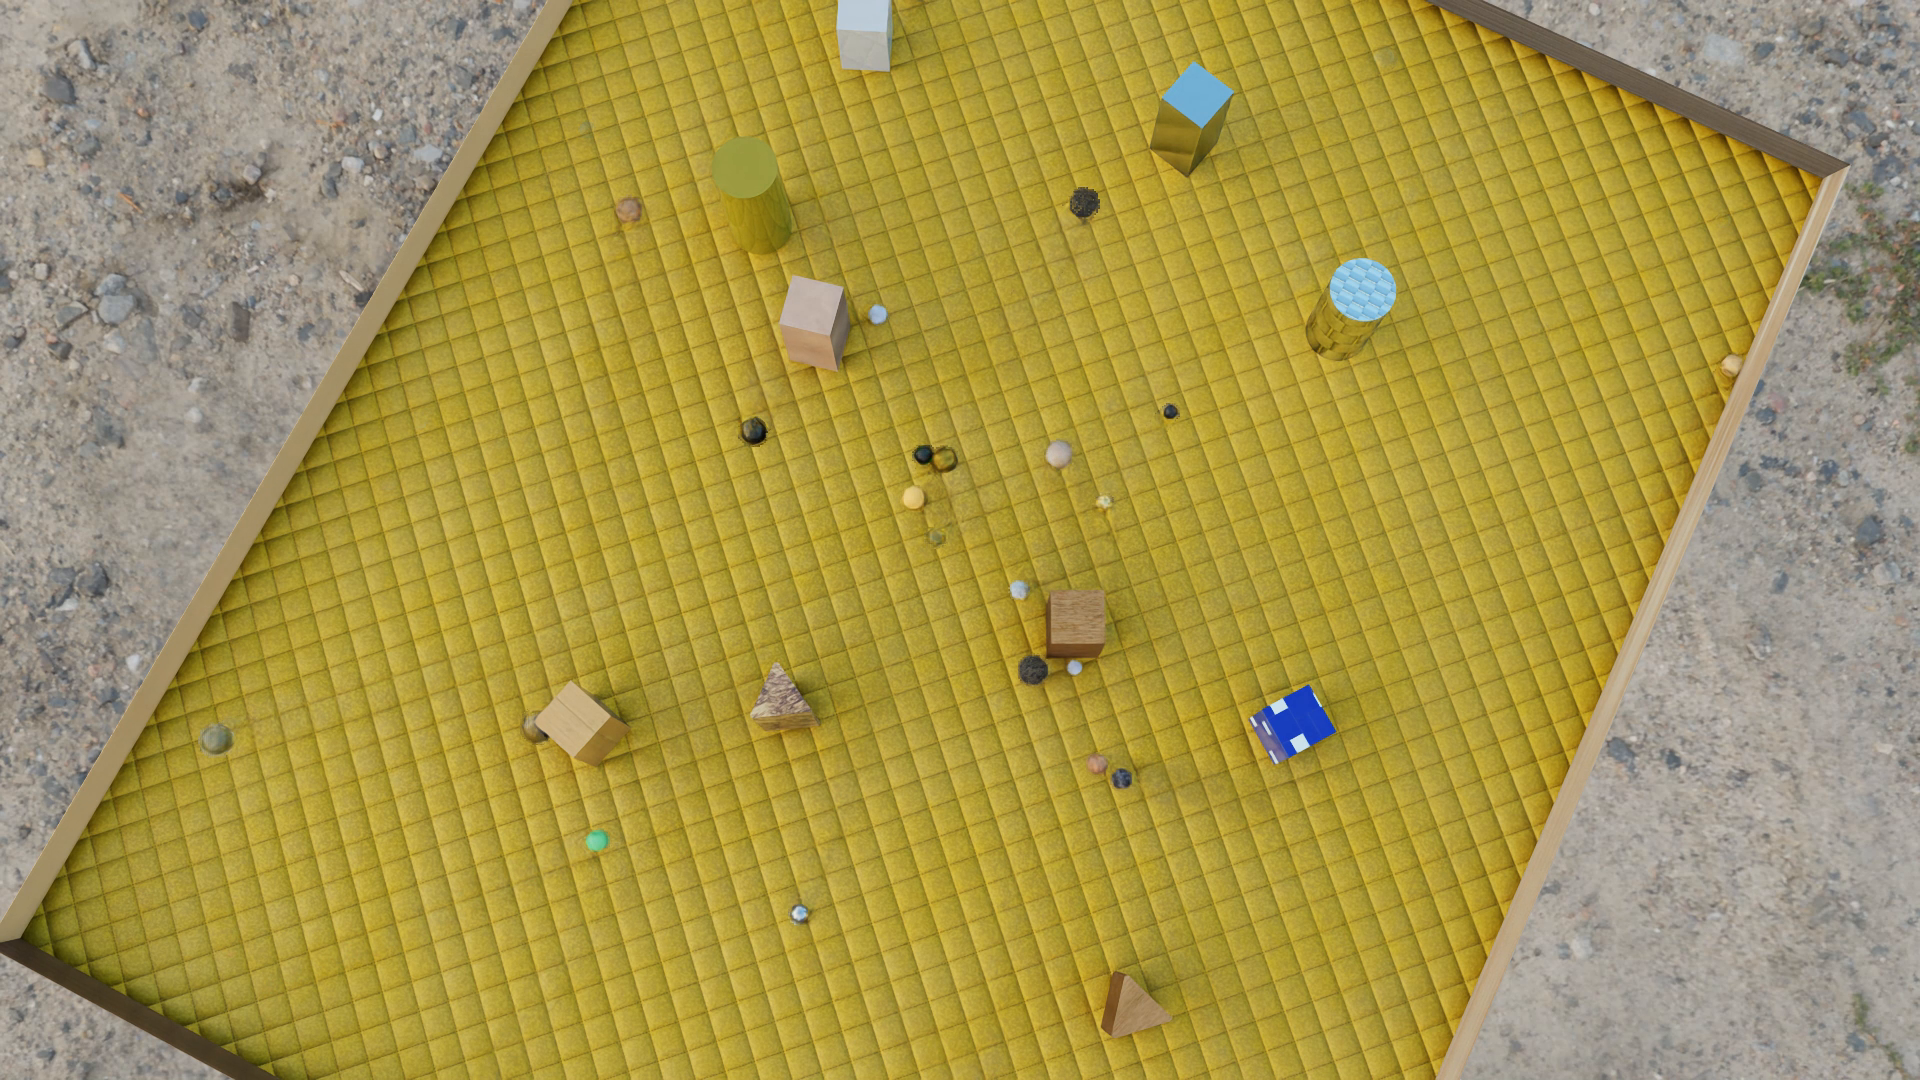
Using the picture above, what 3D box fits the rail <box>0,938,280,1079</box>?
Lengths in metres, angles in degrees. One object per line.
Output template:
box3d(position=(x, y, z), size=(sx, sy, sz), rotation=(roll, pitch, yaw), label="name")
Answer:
box3d(position=(-1.024, 2.013, 5.135), size=(3.921, 0.126, 0.045), rotation=(26, 80, 5), label="rail")

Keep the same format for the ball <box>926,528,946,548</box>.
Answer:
box3d(position=(-0.073, -0.007, 5.588), size=(0.060, 0.060, 0.060), rotation=(0, 78, 0), label="ball")

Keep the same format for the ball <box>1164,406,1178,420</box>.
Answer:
box3d(position=(0.652, -0.396, 5.676), size=(0.044, 0.044, 0.044), rotation=(0, 78, 0), label="ball")

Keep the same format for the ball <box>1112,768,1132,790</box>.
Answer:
box3d(position=(0.482, 0.710, 5.438), size=(0.062, 0.062, 0.062), rotation=(0, 78, 0), label="ball")

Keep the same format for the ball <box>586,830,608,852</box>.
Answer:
box3d(position=(-1.071, 0.887, 5.401), size=(0.062, 0.062, 0.062), rotation=(0, 78, 0), label="ball")

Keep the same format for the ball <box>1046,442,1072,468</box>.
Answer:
box3d(position=(0.305, -0.261, 5.629), size=(0.083, 0.083, 0.083), rotation=(0, 78, 0), label="ball")

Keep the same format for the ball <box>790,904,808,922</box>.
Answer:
box3d(position=(-0.470, 1.093, 5.363), size=(0.053, 0.053, 0.053), rotation=(0, 78, 0), label="ball")

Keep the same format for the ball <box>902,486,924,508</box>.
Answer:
box3d(position=(-0.141, -0.129, 5.608), size=(0.068, 0.068, 0.068), rotation=(0, 78, 0), label="ball")

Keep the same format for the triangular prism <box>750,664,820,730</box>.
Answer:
box3d(position=(-0.510, 0.453, 5.328), size=(0.168, 0.381, 0.146), rotation=(-6, 78, -1), label="triangular prism")

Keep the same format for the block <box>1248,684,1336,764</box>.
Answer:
box3d(position=(0.971, 0.543, 5.371), size=(0.156, 0.261, 0.156), rotation=(-28, 80, -5), label="block")

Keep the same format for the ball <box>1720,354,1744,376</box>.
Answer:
box3d(position=(2.400, -0.542, 5.695), size=(0.066, 0.066, 0.066), rotation=(0, 78, 0), label="ball")

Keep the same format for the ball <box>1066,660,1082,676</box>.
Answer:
box3d(position=(0.344, 0.384, 5.514), size=(0.046, 0.046, 0.046), rotation=(0, 78, 0), label="ball")

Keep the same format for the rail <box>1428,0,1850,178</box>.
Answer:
box3d(position=(1.024, -1.999, 5.965), size=(3.921, 0.126, 0.045), rotation=(26, 80, 5), label="rail")

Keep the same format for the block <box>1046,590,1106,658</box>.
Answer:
box3d(position=(0.339, 0.251, 5.413), size=(0.156, 0.298, 0.156), rotation=(0, 78, 0), label="block")

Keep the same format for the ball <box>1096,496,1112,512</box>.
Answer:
box3d(position=(0.442, -0.112, 5.614), size=(0.051, 0.051, 0.051), rotation=(0, 78, 0), label="ball")

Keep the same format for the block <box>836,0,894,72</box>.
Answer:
box3d(position=(-0.300, -1.624, 5.815), size=(0.156, 0.269, 0.156), rotation=(4, 78, 1), label="block")

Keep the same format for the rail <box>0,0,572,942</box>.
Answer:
box3d(position=(-1.732, -0.842, 5.725), size=(0.045, 0.126, 4.628), rotation=(26, 80, 5), label="rail")

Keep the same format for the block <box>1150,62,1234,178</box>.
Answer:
box3d(position=(0.716, -1.302, 5.696), size=(0.156, 0.373, 0.156), rotation=(39, 81, 7), label="block")

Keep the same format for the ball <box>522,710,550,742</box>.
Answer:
box3d(position=(-1.254, 0.554, 5.452), size=(0.097, 0.097, 0.097), rotation=(0, 78, 0), label="ball")

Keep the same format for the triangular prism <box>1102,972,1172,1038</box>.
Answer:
box3d(position=(0.472, 1.290, 5.153), size=(0.168, 0.385, 0.146), rotation=(-16, 79, -3), label="triangular prism")

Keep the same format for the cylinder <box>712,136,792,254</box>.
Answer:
box3d(position=(-0.631, -1.045, 5.596), size=(0.194, 0.464, 0.194), rotation=(0, 78, 0), label="cylinder")

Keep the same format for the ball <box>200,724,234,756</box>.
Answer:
box3d(position=(-2.207, 0.593, 5.447), size=(0.092, 0.092, 0.092), rotation=(0, 78, 0), label="ball")

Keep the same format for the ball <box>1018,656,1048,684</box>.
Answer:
box3d(position=(0.220, 0.391, 5.491), size=(0.087, 0.087, 0.087), rotation=(0, 78, 0), label="ball")

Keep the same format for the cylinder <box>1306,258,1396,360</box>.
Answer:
box3d(position=(1.182, -0.694, 5.562), size=(0.194, 0.389, 0.194), rotation=(0, 78, 0), label="cylinder")

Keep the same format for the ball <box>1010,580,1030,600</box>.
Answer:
box3d(position=(0.182, 0.151, 5.556), size=(0.057, 0.057, 0.057), rotation=(0, 78, 0), label="ball")

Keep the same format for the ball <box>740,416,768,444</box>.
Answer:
box3d(position=(-0.636, -0.337, 5.643), size=(0.084, 0.084, 0.084), rotation=(0, 78, 0), label="ball")

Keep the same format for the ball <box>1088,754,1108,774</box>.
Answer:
box3d(position=(0.410, 0.666, 5.447), size=(0.061, 0.061, 0.061), rotation=(0, 78, 0), label="ball")

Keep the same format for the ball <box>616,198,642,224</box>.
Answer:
box3d(position=(-1.045, -1.041, 5.790), size=(0.081, 0.081, 0.081), rotation=(0, 78, 0), label="ball")

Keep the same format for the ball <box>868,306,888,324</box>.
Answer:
box3d(position=(-0.258, -0.705, 5.732), size=(0.059, 0.059, 0.059), rotation=(0, 78, 0), label="ball")

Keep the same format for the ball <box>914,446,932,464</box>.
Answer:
box3d(position=(-0.112, -0.261, 5.641), size=(0.057, 0.057, 0.057), rotation=(0, 78, 0), label="ball")

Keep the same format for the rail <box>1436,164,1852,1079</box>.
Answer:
box3d(position=(1.732, 0.855, 5.374), size=(0.045, 0.126, 4.628), rotation=(26, 80, 5), label="rail")

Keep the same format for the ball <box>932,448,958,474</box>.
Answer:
box3d(position=(-0.047, -0.245, 5.627), size=(0.079, 0.079, 0.079), rotation=(0, 78, 0), label="ball")

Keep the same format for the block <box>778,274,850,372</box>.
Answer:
box3d(position=(-0.438, -0.654, 5.568), size=(0.156, 0.361, 0.156), rotation=(14, 79, 3), label="block")

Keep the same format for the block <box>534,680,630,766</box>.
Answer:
box3d(position=(-1.096, 0.539, 5.336), size=(0.156, 0.330, 0.156), rotation=(40, 81, 8), label="block")

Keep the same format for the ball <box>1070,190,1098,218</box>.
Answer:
box3d(position=(0.389, -1.064, 5.791), size=(0.089, 0.089, 0.089), rotation=(0, 78, 0), label="ball")
